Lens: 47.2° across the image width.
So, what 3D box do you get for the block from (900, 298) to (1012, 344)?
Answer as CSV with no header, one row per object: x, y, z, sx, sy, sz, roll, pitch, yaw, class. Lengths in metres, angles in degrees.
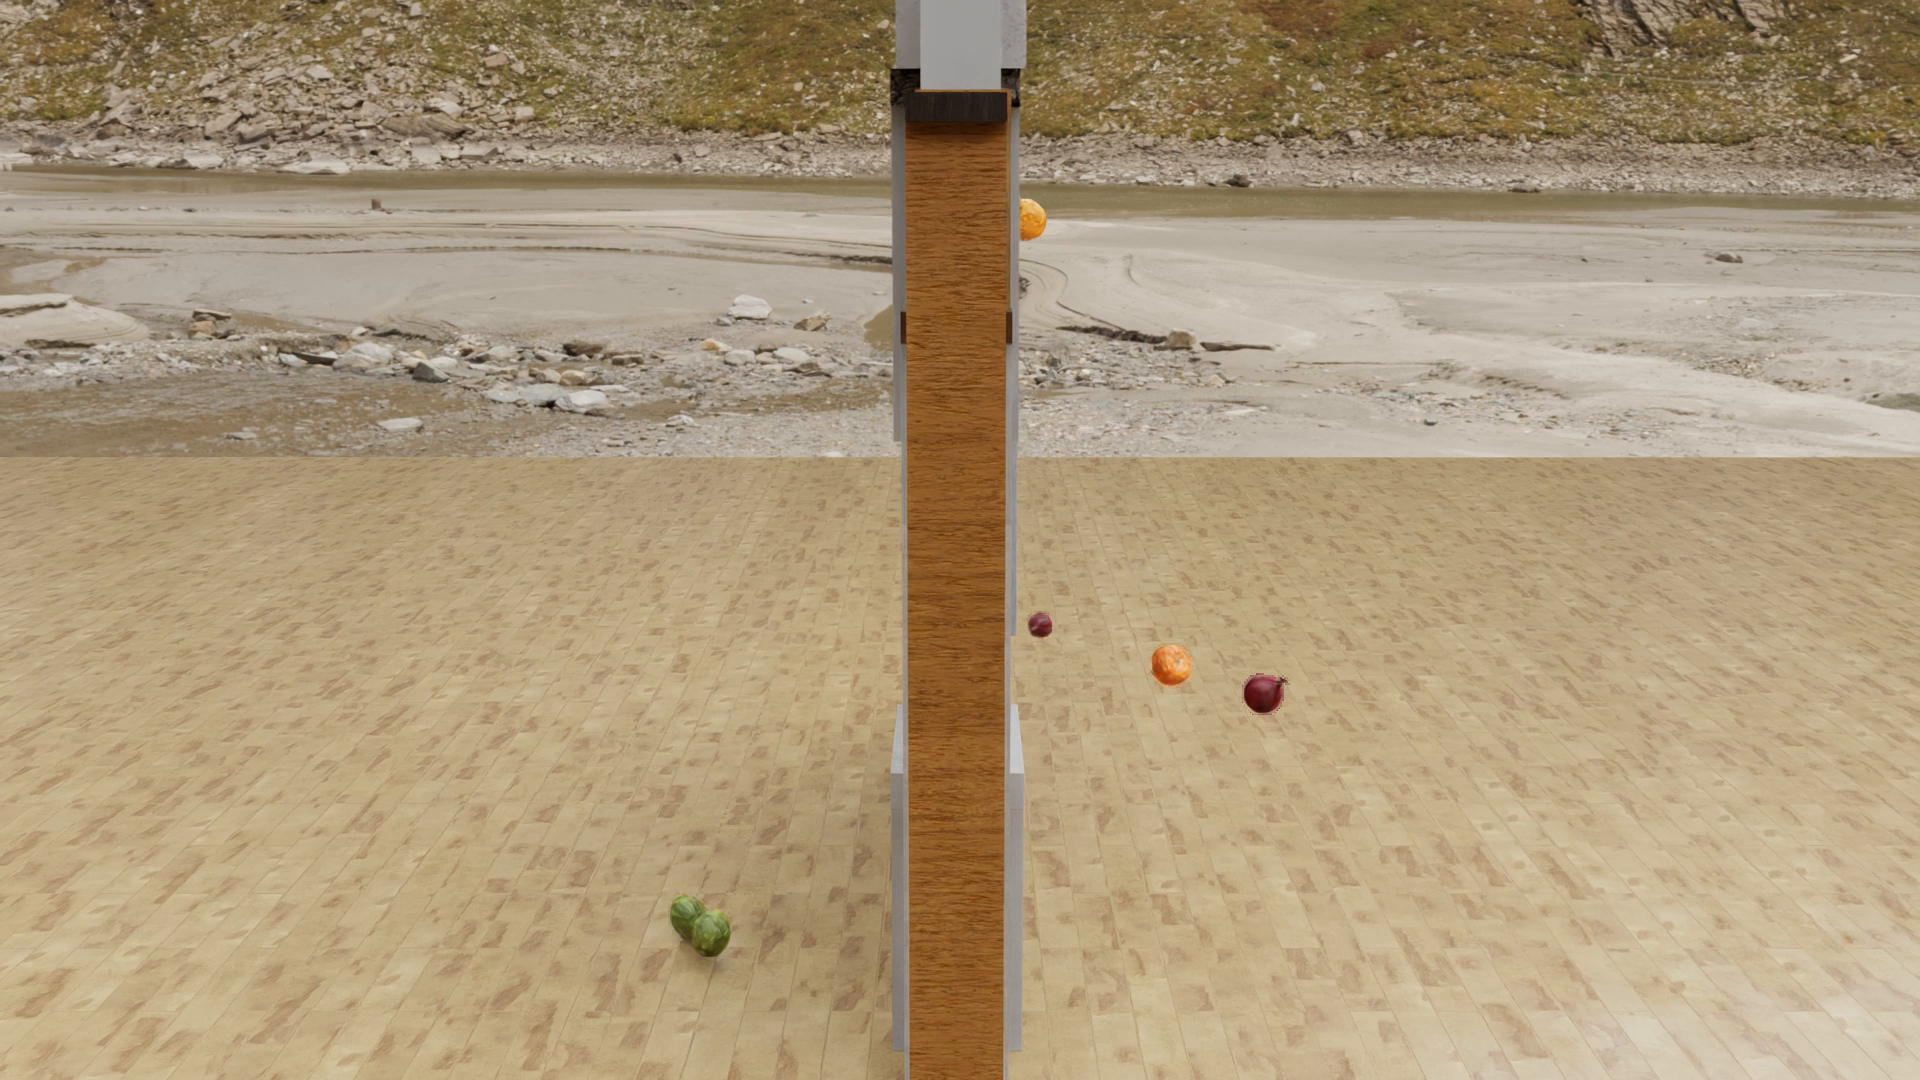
-0.004,-0.288,2.861,0.139,0.039,0.278,0,11,0,block

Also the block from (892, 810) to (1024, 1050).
-0.004,0.526,3.034,0.179,0.358,0.051,0,11,0,block

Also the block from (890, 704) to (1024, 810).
-0.004,0.303,3.114,0.179,0.051,0.358,0,11,0,block

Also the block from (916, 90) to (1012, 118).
0.004,-0.558,2.820,0.118,0.034,0.237,0,11,0,block

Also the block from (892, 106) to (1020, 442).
-0.006,-0.366,3.040,0.174,0.457,0.049,0,11,0,block

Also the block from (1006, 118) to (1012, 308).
0.004,-0.411,2.767,0.118,0.237,0.034,0,11,0,block

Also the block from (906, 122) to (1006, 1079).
-0.004,0.142,2.629,0.115,1.261,0.033,0,11,0,block

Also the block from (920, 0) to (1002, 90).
0.001,-0.655,2.705,0.099,0.198,0.028,0,11,0,block

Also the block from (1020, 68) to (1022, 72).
0.000,-0.843,3.135,0.173,0.346,0.049,0,11,0,block

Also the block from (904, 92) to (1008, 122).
-0.005,-0.508,2.586,0.115,0.033,0.230,0,11,0,block

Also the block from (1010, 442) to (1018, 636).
0.002,-0.101,3.410,0.173,0.500,0.049,0,11,0,block

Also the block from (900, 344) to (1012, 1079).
-0.004,0.236,2.864,0.139,0.991,0.039,0,11,0,block

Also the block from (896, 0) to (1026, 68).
0.001,-0.800,2.907,0.173,0.346,0.049,0,12,0,block

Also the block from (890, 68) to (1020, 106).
-0.007,-0.636,3.107,0.174,0.049,0.347,0,11,0,block
